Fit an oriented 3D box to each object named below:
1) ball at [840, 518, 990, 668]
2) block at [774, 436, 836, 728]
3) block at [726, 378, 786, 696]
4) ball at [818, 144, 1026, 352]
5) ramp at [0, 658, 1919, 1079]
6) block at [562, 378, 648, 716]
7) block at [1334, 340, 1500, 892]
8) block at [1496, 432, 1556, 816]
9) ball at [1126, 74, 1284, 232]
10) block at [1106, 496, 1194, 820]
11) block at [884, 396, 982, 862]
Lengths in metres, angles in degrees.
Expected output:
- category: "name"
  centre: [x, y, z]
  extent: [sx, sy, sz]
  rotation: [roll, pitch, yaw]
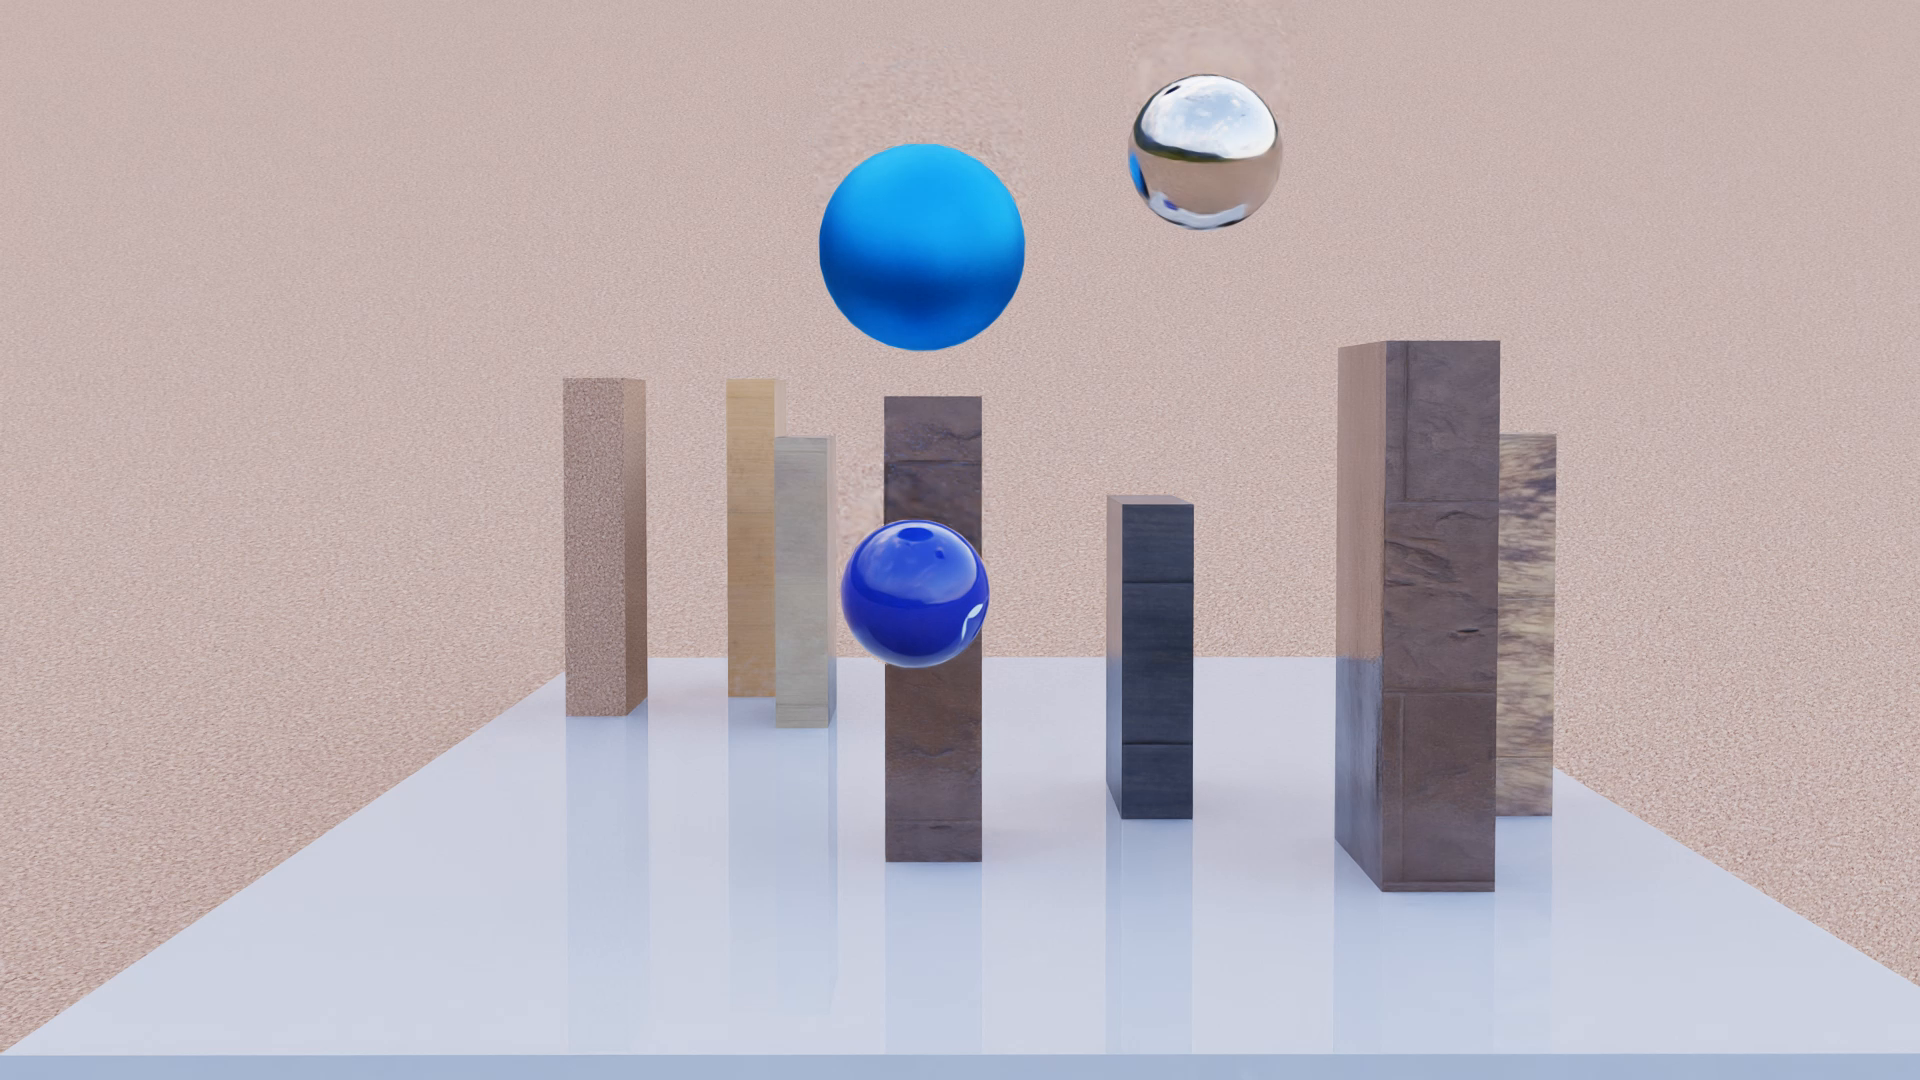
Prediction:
- category: "ball"
  centre: [-0.042, 0.050, 2.413]
  extent: [0.140, 0.140, 0.140]
  rotation: [0, 22, 0]
- category: "block"
  centre: [-0.314, 0.076, 5.272]
  extent: [0.103, 0.575, 0.386]
  rotation: [0, 3, 0]
- category: "block"
  centre: [-0.457, -0.013, 5.817]
  extent: [0.105, 0.697, 0.385]
  rotation: [0, 3, 0]
- category: "ball"
  centre: [-0.036, -0.279, 2.449]
  extent: [0.197, 0.197, 0.197]
  rotation: [0, 22, 0]
- category: "ramp"
  centre: [0.050, 0.452, 4.532]
  extent: [2.000, 0.100, 4.000]
  rotation: [0, 3, 0]
- category: "block"
  centre: [-0.750, 0.006, 5.458]
  extent: [0.124, 0.695, 0.372]
  rotation: [0, 3, 0]
- category: "block"
  centre: [0.628, 0.091, 3.568]
  extent: [0.148, 0.722, 0.423]
  rotation: [0, 3, 0]
- category: "block"
  centre: [0.849, 0.126, 4.105]
  extent: [0.145, 0.595, 0.247]
  rotation: [0, 3, 0]
- category: "ball"
  centre: [0.215, -0.340, 2.256]
  extent: [0.137, 0.137, 0.137]
  rotation: [0, 22, 0]
- category: "block"
  centre: [0.304, 0.178, 4.163]
  extent: [0.110, 0.487, 0.409]
  rotation: [0, 3, 0]
- category: "block"
  centre: [-0.037, 0.118, 3.739]
  extent: [0.135, 0.651, 0.315]
  rotation: [0, 3, 0]
